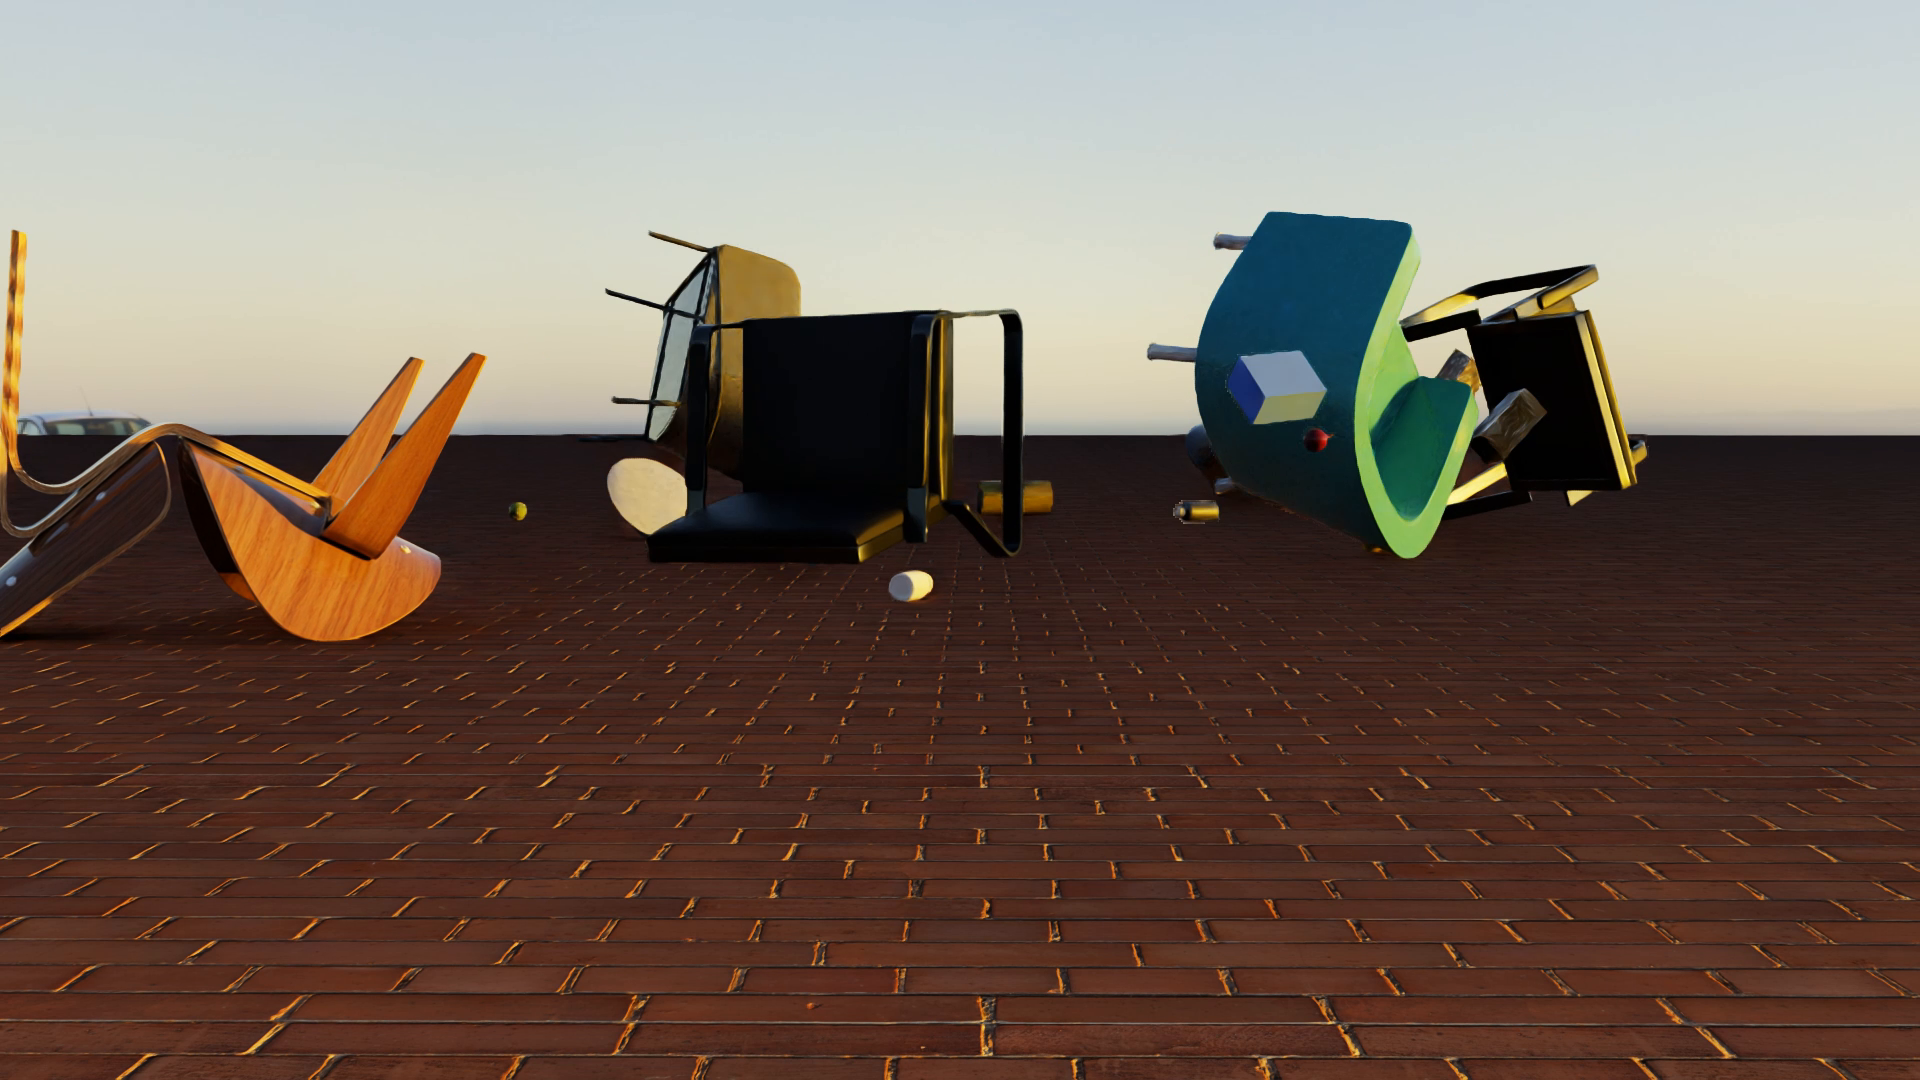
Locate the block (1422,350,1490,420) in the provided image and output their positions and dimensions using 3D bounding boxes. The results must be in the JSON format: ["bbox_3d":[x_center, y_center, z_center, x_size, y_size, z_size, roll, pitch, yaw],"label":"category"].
[{"bbox_3d":[1.813,-0.571,8.034,0.099,0.209,0.127,29,12,-24],"label":"block"}]

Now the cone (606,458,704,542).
[{"bbox_3d":[-0.934,-0.065,6.602,0.244,0.331,0.212,-43,-10,-36],"label":"cone"}]

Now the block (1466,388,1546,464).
[{"bbox_3d":[1.555,-0.324,6.259,0.205,0.094,0.093,-45,8,-17],"label":"block"}]

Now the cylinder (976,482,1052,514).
[{"bbox_3d":[0.195,-0.151,7.898,0.256,0.116,0.113,-1,12,-11],"label":"cylinder"}]

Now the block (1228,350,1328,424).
[{"bbox_3d":[0.784,-0.377,5.441,0.181,0.096,0.143,-8,52,-26],"label":"block"}]
